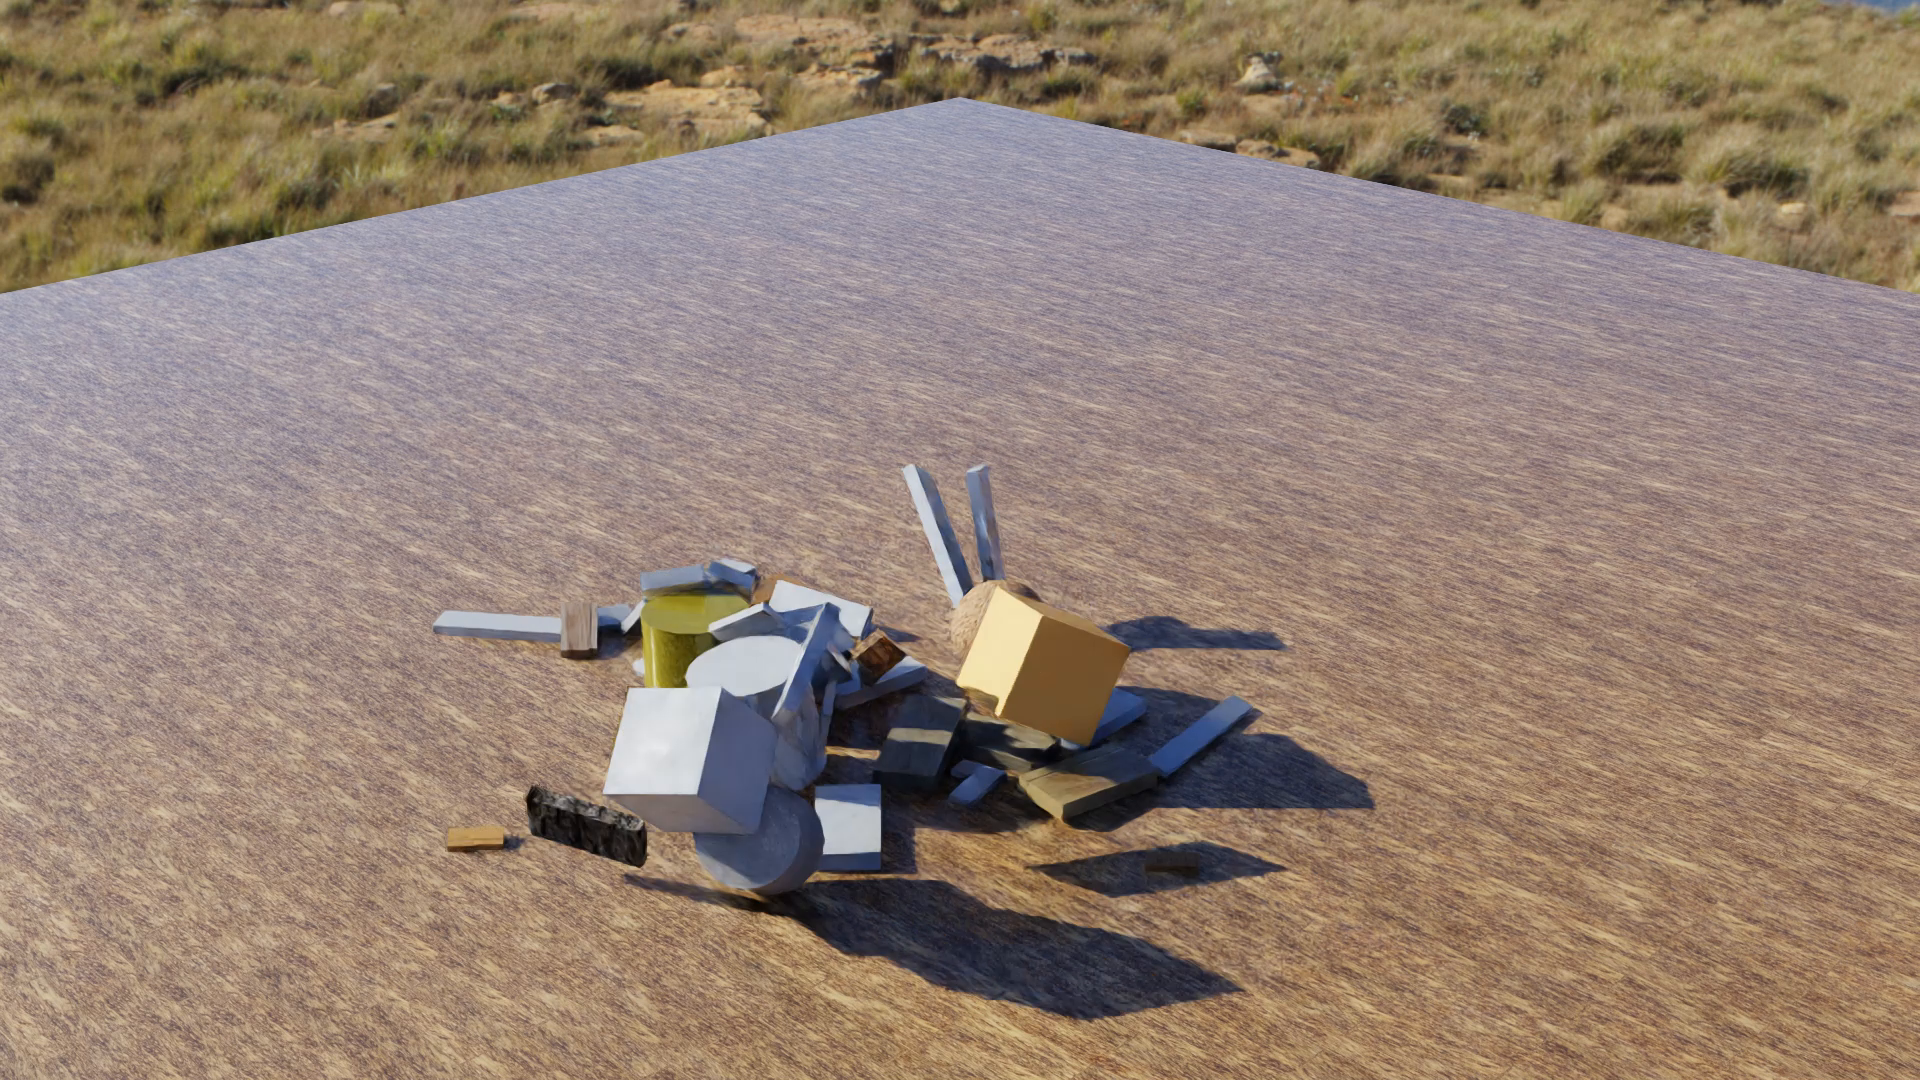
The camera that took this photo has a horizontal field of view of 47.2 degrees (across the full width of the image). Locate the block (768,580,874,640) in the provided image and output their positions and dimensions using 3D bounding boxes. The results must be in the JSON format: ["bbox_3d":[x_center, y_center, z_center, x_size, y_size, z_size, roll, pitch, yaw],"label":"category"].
[{"bbox_3d":[-0.334,0.166,5.263,0.270,0.076,0.022,16,-10,28],"label":"block"}]

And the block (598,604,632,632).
[{"bbox_3d":[-0.849,0.189,5.257,0.137,0.019,0.068,-9,39,-29],"label":"block"}]

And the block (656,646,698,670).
[{"bbox_3d":[-0.628,0.276,5.053,0.137,0.019,0.068,21,8,40],"label":"block"}]

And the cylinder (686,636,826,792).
[{"bbox_3d":[-0.418,0.367,4.533,0.249,0.249,0.249,-8,26,4],"label":"cylinder"}]

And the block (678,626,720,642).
[{"bbox_3d":[-0.601,0.213,5.236,0.125,0.018,0.063,10,24,22],"label":"block"}]

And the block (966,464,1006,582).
[{"bbox_3d":[0.067,0.004,5.208,0.030,0.354,0.106,-7,9,13],"label":"block"}]

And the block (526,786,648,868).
[{"bbox_3d":[-0.706,0.544,4.167,0.230,0.115,0.033,15,47,10],"label":"block"}]

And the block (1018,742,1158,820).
[{"bbox_3d":[0.264,0.494,4.517,0.268,0.038,0.134,-14,30,-38],"label":"block"}]

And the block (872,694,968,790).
[{"bbox_3d":[-0.081,0.425,4.646,0.134,0.038,0.268,4,33,14],"label":"block"}]

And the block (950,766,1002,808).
[{"bbox_3d":[0.033,0.508,4.522,0.054,0.015,0.109,17,37,33],"label":"block"}]

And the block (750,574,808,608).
[{"bbox_3d":[-0.484,0.137,5.403,0.198,0.028,0.099,-20,30,-39],"label":"block"}]

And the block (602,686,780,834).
[{"bbox_3d":[-0.479,0.397,3.947,0.201,0.201,0.201,-3,62,28],"label":"block"}]

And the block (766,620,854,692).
[{"bbox_3d":[-0.339,0.261,4.779,0.138,0.276,0.039,-17,64,7],"label":"block"}]

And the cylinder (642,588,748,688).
[{"bbox_3d":[-0.578,0.262,4.842,0.235,0.235,0.235,0,23,0],"label":"cylinder"}]

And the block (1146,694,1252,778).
[{"bbox_3d":[0.515,0.418,4.724,0.053,0.015,0.384,35,35,20],"label":"block"}]

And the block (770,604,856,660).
[{"bbox_3d":[-0.374,0.228,5.027,0.276,0.039,0.138,-10,55,-47],"label":"block"}]

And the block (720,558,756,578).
[{"bbox_3d":[-0.607,0.102,5.483,0.099,0.028,0.198,13,26,29],"label":"block"}]

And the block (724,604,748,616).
[{"bbox_3d":[-0.558,0.179,5.277,0.095,0.047,0.013,2,-2,5],"label":"block"}]

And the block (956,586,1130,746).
[{"bbox_3d":[0.173,0.264,4.611,0.225,0.225,0.225,21,5,-27],"label":"block"}]

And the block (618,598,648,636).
[{"bbox_3d":[-0.737,0.173,5.180,0.084,0.024,0.168,-18,-15,-37],"label":"block"}]

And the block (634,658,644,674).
[{"bbox_3d":[-0.677,0.298,5.034,0.137,0.019,0.068,21,31,40],"label":"block"}]

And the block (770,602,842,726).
[{"bbox_3d":[-0.297,0.240,4.242,0.033,0.230,0.115,25,-22,-7],"label":"block"}]

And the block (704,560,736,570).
[{"bbox_3d":[-0.642,0.110,5.392,0.198,0.028,0.099,-25,35,-38],"label":"block"}]

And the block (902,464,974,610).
[{"bbox_3d":[-0.033,0.019,5.183,0.033,0.414,0.115,-27,-22,14],"label":"block"}]

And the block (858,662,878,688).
[{"bbox_3d":[-0.193,0.272,4.927,0.021,0.074,0.148,35,10,-17],"label":"block"}]

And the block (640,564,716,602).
[{"bbox_3d":[-0.629,0.136,5.035,0.138,0.039,0.346,-8,-18,0],"label":"block"}]

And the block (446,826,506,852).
[{"bbox_3d":[-0.954,0.590,4.339,0.109,0.015,0.054,-2,33,-4],"label":"block"}]

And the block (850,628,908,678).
[{"bbox_3d":[-0.168,0.235,4.557,0.076,0.152,0.022,-39,65,2],"label":"block"}]

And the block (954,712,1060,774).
[{"bbox_3d":[0.078,0.432,4.698,0.244,0.035,0.122,14,27,29],"label":"block"}]

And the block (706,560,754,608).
[{"bbox_3d":[-0.532,0.102,5.096,0.106,0.030,0.212,22,-14,-1],"label":"block"}]

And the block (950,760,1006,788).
[{"bbox_3d":[0.039,0.488,4.592,0.105,0.015,0.053,14,27,30],"label":"block"}]

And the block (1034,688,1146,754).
[{"bbox_3d":[0.286,0.388,4.803,0.122,0.035,0.244,18,29,36],"label":"block"}]

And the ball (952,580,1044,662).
[{"bbox_3d":[0.091,0.198,4.865,0.222,0.222,0.222,0,23,0],"label":"ball"}]

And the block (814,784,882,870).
[{"bbox_3d":[-0.223,0.569,4.370,0.134,0.038,0.268,-1,23,-2],"label":"block"}]

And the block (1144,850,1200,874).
[{"bbox_3d":[0.412,0.626,4.267,0.105,0.015,0.053,2,23,6],"label":"block"}]

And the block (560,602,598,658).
[{"bbox_3d":[-0.895,0.212,5.174,0.084,0.024,0.168,-3,39,-7],"label":"block"}]

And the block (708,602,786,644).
[{"bbox_3d":[-0.452,0.182,4.670,0.148,0.074,0.021,-22,46,27],"label":"block"}]

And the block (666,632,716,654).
[{"bbox_3d":[-0.629,0.241,5.143,0.063,0.018,0.125,-3,16,-40],"label":"block"}]

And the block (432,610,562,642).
[{"bbox_3d":[-1.087,0.206,5.244,0.324,0.024,0.084,3,23,8],"label":"block"}]

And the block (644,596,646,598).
[{"bbox_3d":[-0.713,0.156,5.370,0.063,0.018,0.125,-18,29,-36],"label":"block"}]

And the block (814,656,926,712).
[{"bbox_3d":[-0.210,0.314,4.976,0.244,0.035,0.122,-18,29,-37],"label":"block"}]

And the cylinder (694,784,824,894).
[{"bbox_3d":[-0.372,0.555,4.097,0.200,0.200,0.200,4,-11,10],"label":"cylinder"}]

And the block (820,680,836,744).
[{"bbox_3d":[-0.289,0.373,4.773,0.021,0.074,0.148,10,26,-4],"label":"block"}]
